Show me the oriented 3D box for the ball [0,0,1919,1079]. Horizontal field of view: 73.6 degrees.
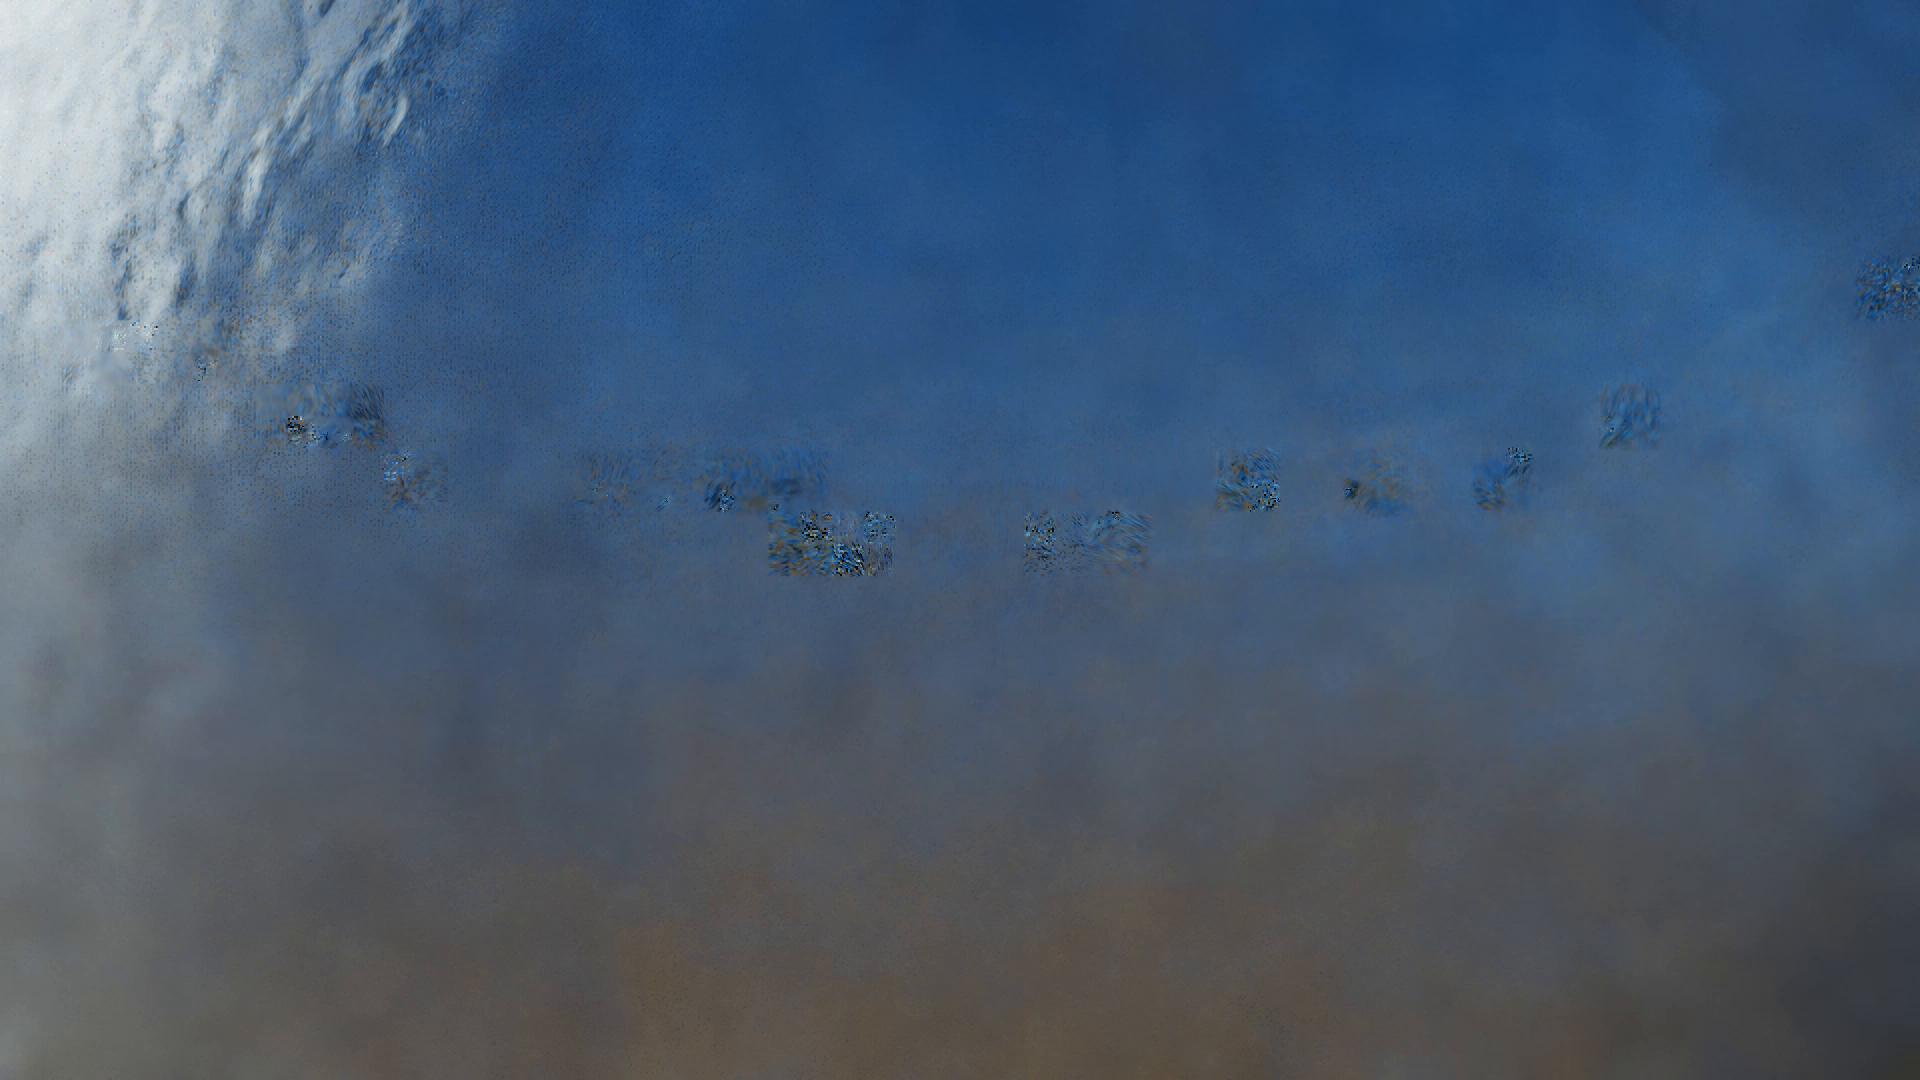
[{"bbox_3d":[0.000,-0.002,0.056,0.080,0.080,0.080,0,4,0],"label":"ball"}]
